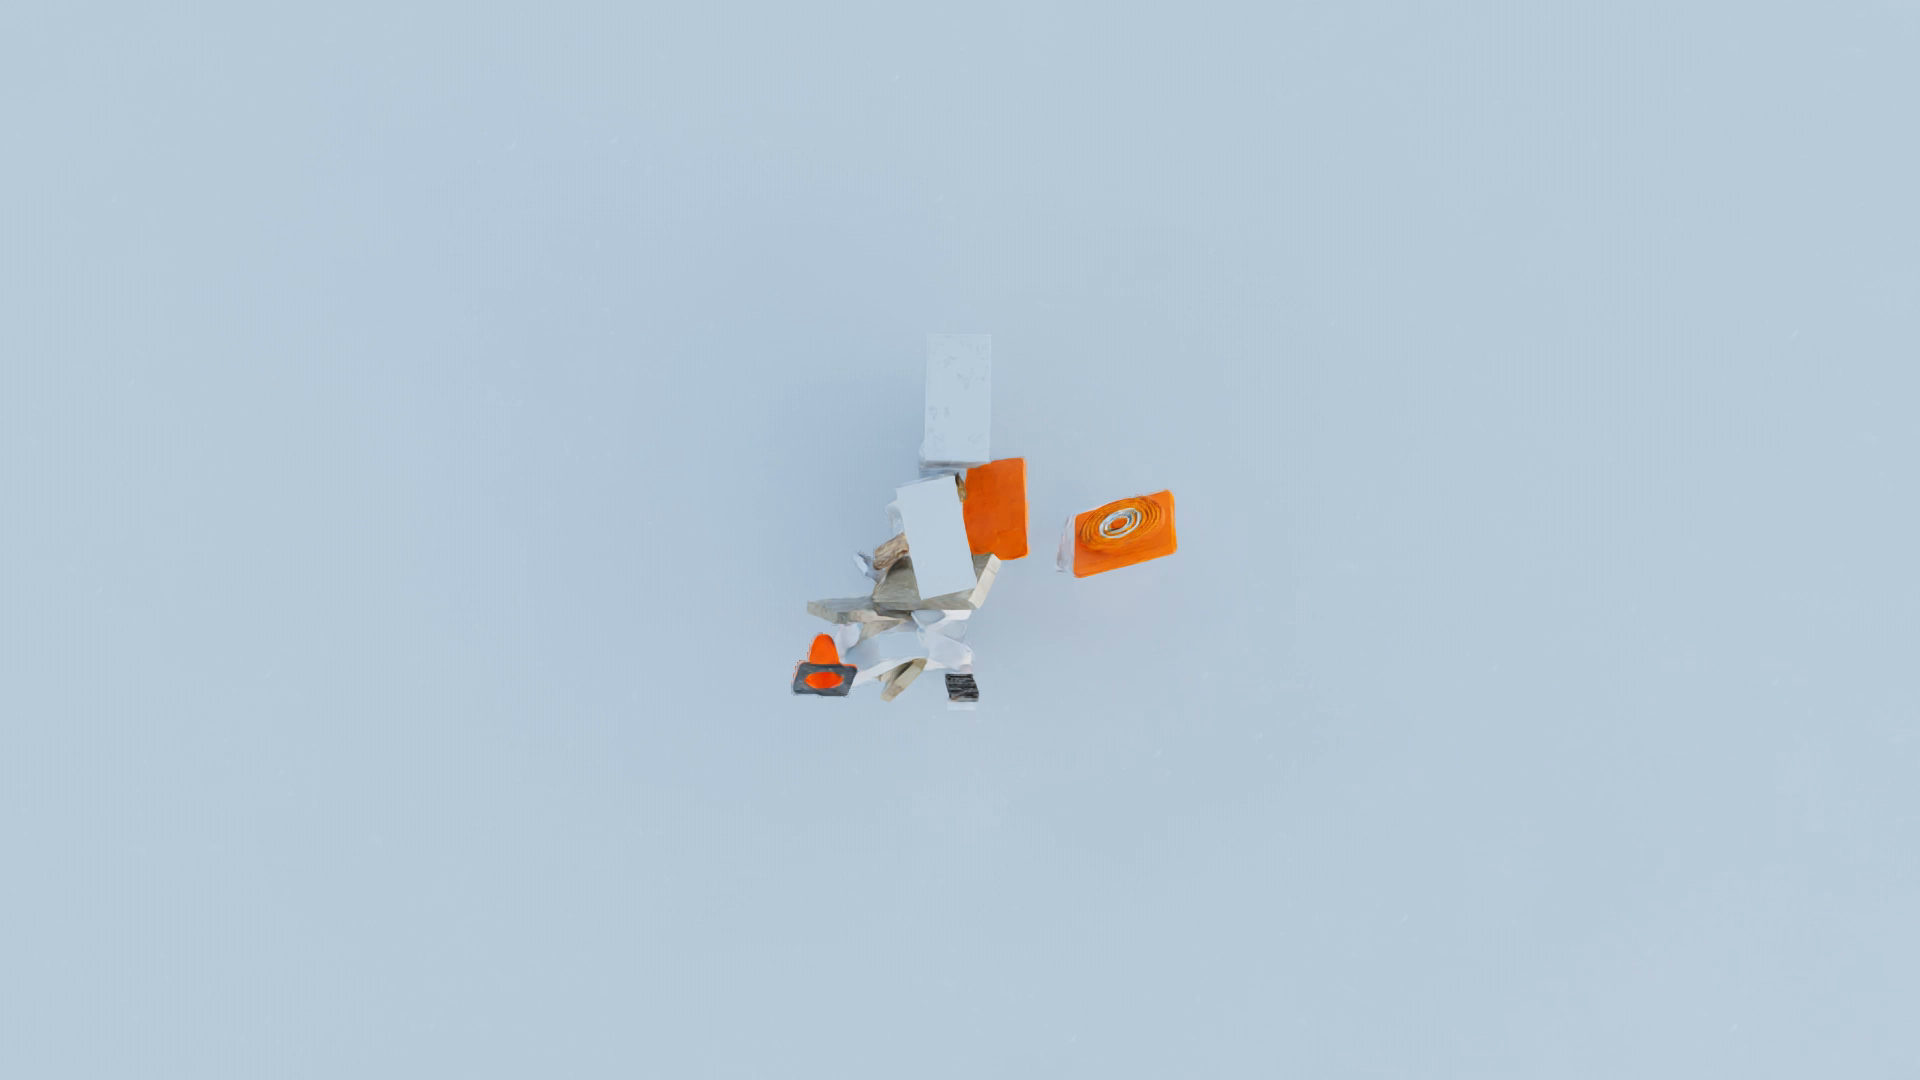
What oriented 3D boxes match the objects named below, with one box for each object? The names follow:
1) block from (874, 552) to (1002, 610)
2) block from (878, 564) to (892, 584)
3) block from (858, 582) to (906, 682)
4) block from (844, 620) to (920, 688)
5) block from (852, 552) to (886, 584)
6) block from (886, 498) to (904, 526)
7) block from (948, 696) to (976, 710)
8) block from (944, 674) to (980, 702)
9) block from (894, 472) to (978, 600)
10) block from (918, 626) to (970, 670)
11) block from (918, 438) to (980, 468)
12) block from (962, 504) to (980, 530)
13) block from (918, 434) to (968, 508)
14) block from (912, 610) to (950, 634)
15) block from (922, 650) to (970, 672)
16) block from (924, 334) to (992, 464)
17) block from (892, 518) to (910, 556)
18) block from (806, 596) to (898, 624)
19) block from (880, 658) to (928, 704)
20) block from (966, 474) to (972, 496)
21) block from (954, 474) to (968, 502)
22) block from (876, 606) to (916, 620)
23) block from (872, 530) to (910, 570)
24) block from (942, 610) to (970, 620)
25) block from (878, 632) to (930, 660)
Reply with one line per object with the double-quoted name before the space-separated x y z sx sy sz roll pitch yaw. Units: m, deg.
"block" -0.071 0.125 4.882 0.046 0.454 0.162 40 64 -31
"block" -0.135 0.042 5.199 0.135 0.038 0.271 25 89 11
"block" -0.247 0.292 5.252 0.140 0.040 0.281 30 110 37
"block" -0.221 0.334 4.987 0.268 0.134 0.038 -26 126 11
"block" -0.268 0.094 5.089 0.022 0.152 0.076 -41 59 9
"block" -0.153 -0.066 5.045 0.039 0.276 0.138 -19 87 -20
"block" 0.005 0.473 5.106 0.080 0.787 0.023 0 90 0
"block" 0.005 0.427 4.769 0.080 0.160 0.023 0 105 -7
"block" -0.064 -0.010 4.543 0.162 0.046 0.324 -13 106 -2
"block" -0.061 0.319 4.889 0.160 0.023 0.080 23 99 -14
"block" -0.021 -0.249 4.684 0.175 0.350 0.050 3 87 -4
"block" -0.021 -0.068 5.354 0.135 0.271 0.038 -5 100 9
"block" -0.054 -0.167 4.886 0.138 0.039 0.276 7 91 -2
"block" -0.086 0.229 4.845 0.075 0.149 0.021 -27 111 -10
"block" -0.110 0.388 5.347 0.140 0.281 0.040 3 95 41
"block" -0.005 -0.384 4.491 0.175 0.050 0.350 1 84 -1
"block" -0.175 0.018 5.089 0.022 0.076 0.163 -24 130 -20
"block" -0.331 0.217 5.120 0.134 0.268 0.038 18 103 40
"block" -0.159 0.391 5.070 0.038 0.268 0.134 31 54 -9
"block" -0.012 -0.184 5.410 0.085 0.169 0.024 7 75 8
"block" -0.071 -0.138 4.703 0.162 0.324 0.046 -11 98 -2
"block" -0.181 0.205 5.051 0.075 0.149 0.021 -56 133 -32
"block" -0.204 0.031 5.010 0.022 0.152 0.076 32 48 -29
"block" -0.106 0.212 5.345 0.140 0.281 0.040 27 105 37
"block" -0.165 0.310 4.833 0.149 0.021 0.075 -3 73 -2
